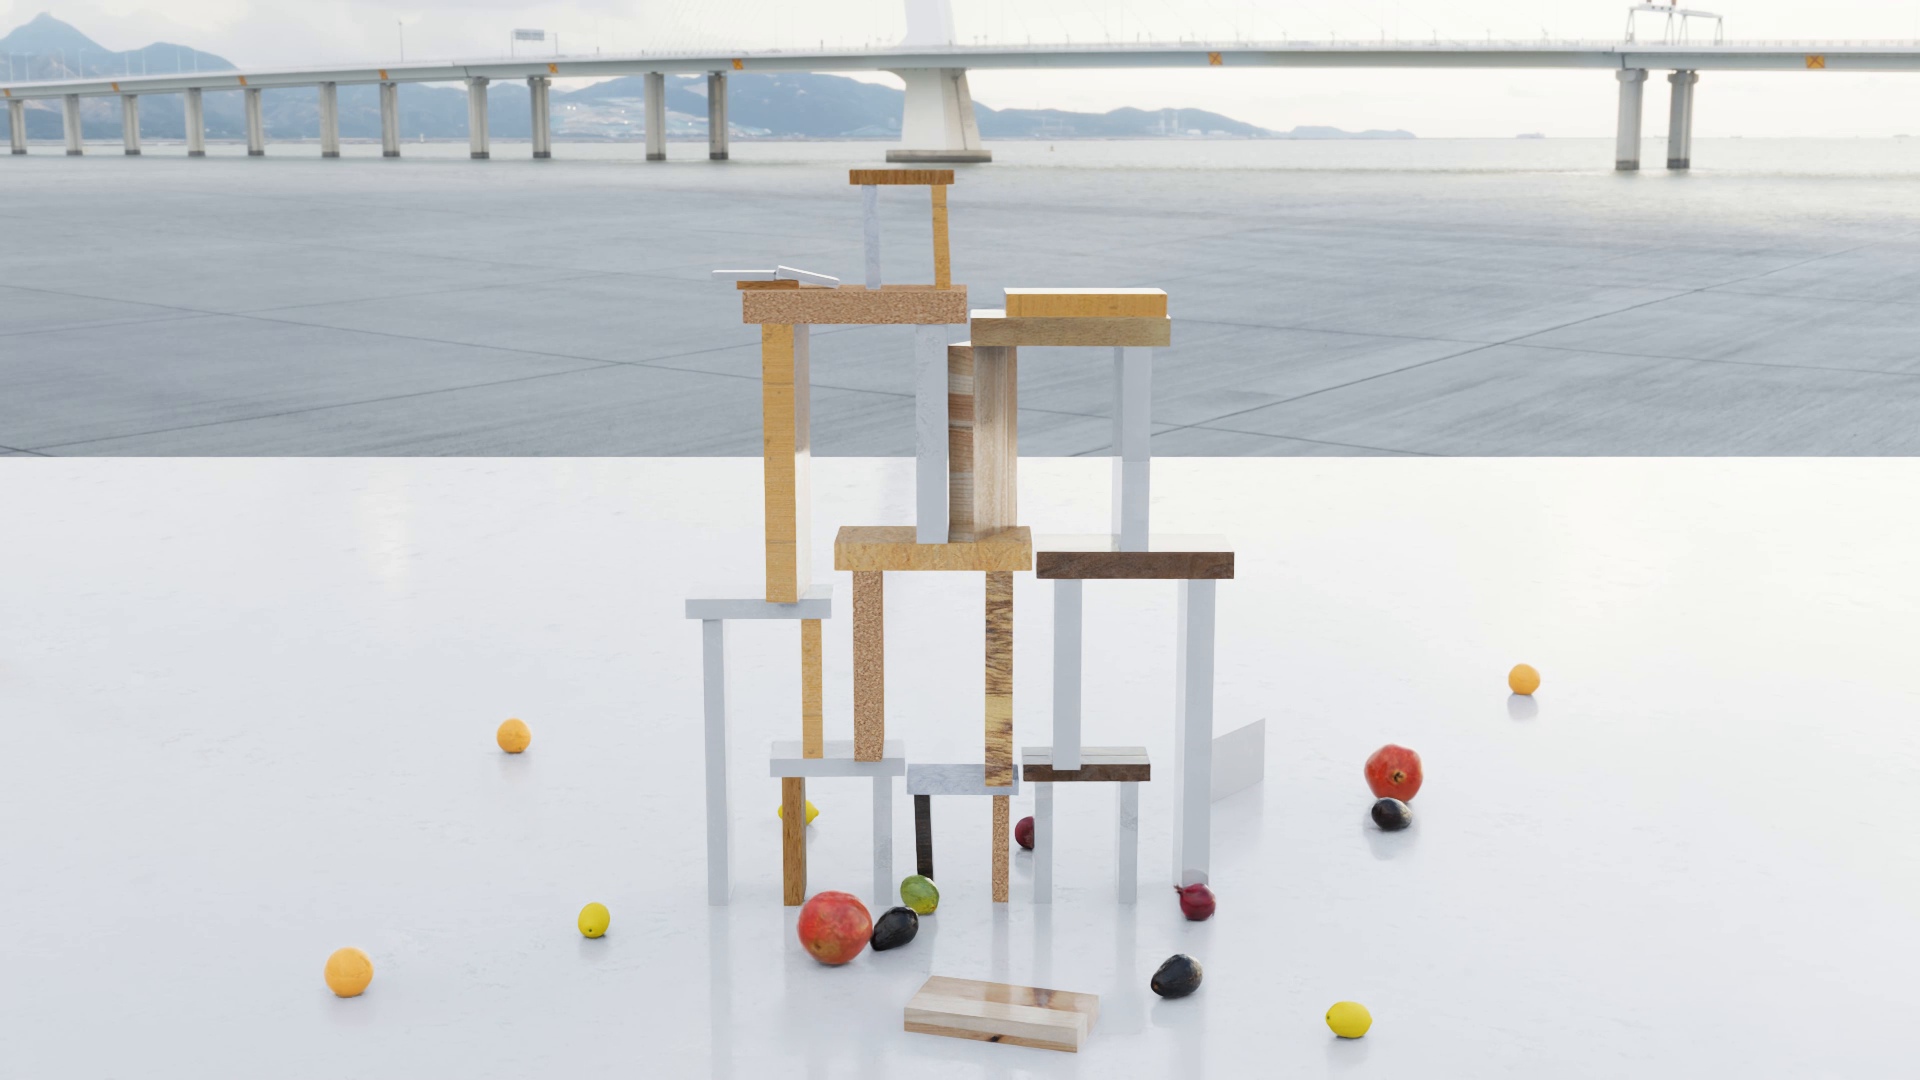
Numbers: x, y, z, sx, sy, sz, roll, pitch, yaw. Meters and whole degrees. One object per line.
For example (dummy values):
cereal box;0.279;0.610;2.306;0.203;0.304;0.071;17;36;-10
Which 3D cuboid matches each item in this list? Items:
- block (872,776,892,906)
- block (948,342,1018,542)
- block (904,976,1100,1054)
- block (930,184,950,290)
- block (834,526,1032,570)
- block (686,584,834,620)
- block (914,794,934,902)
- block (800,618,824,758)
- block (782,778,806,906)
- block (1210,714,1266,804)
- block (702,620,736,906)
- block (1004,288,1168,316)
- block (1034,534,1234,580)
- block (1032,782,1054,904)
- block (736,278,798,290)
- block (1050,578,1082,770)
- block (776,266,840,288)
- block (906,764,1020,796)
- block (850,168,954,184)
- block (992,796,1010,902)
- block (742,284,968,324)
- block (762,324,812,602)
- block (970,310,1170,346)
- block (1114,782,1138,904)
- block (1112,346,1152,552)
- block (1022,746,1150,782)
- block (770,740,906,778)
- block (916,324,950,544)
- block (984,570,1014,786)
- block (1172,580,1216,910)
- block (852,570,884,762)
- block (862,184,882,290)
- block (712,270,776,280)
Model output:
block;-0.128;0.482;3.649;0.031;0.220;0.110;0;11;-1
block;0.038;-0.164;3.536;0.044;0.311;0.156;5;12;27
block;0.060;0.673;3.127;0.252;0.036;0.126;3;11;17
block;-0.031;-0.479;3.471;0.023;0.162;0.081;-3;11;-2
block;-0.042;0.013;3.561;0.314;0.044;0.157;0;11;0
block;-0.323;0.100;3.570;0.233;0.033;0.117;0;11;-1
block;-0.059;0.499;3.656;0.026;0.184;0.092;-2;11;1
block;-0.242;0.229;3.600;0.033;0.233;0.117;-1;11;-4
block;-0.274;0.483;3.644;0.031;0.220;0.110;0;11;0
block;0.506;0.424;4.216;0.036;0.126;0.252;8;13;36
block;-0.397;0.352;3.626;0.033;0.484;0.117;0;11;0
block;0.197;-0.379;3.502;0.252;0.036;0.126;0;11;-1
block;0.279;0.026;3.564;0.314;0.044;0.157;0;11;0
block;0.137;0.487;3.654;0.029;0.208;0.104;0;11;0
block;-0.304;-0.405;3.478;0.097;0.014;0.049;-1;11;-4
block;0.173;0.202;3.597;0.044;0.314;0.157;0;11;1
block;-0.241;-0.416;3.480;0.097;0.014;0.049;11;9;-8
block;0.005;0.396;3.636;0.184;0.026;0.092;0;11;0
block;-0.090;-0.570;3.452;0.162;0.023;0.081;0;11;0
block;0.068;0.499;3.656;0.026;0.184;0.092;0;11;0
block;-0.163;-0.375;3.490;0.347;0.049;0.174;0;11;0
block;-0.276;-0.133;3.526;0.049;0.440;0.174;1;11;4
block;0.173;-0.338;3.500;0.311;0.044;0.156;0;11;0
block;0.276;0.487;3.655;0.029;0.208;0.104;0;11;0
block;0.275;-0.155;3.529;0.044;0.325;0.156;0;11;-2
block;0.207;0.370;3.634;0.208;0.029;0.104;0;11;0
block;-0.201;0.359;3.623;0.220;0.031;0.110;0;11;-2
block;-0.044;-0.181;3.530;0.049;0.347;0.174;0;11;1
block;0.063;0.209;3.596;0.044;0.355;0.157;0;11;0
block;0.384;0.319;3.617;0.044;0.551;0.157;0;11;0
block;-0.149;0.189;3.595;0.044;0.314;0.157;0;11;0
block;-0.140;-0.480;3.474;0.023;0.162;0.081;-2;11;-1
block;-0.341;-0.418;3.472;0.097;0.014;0.049;0;11;1
